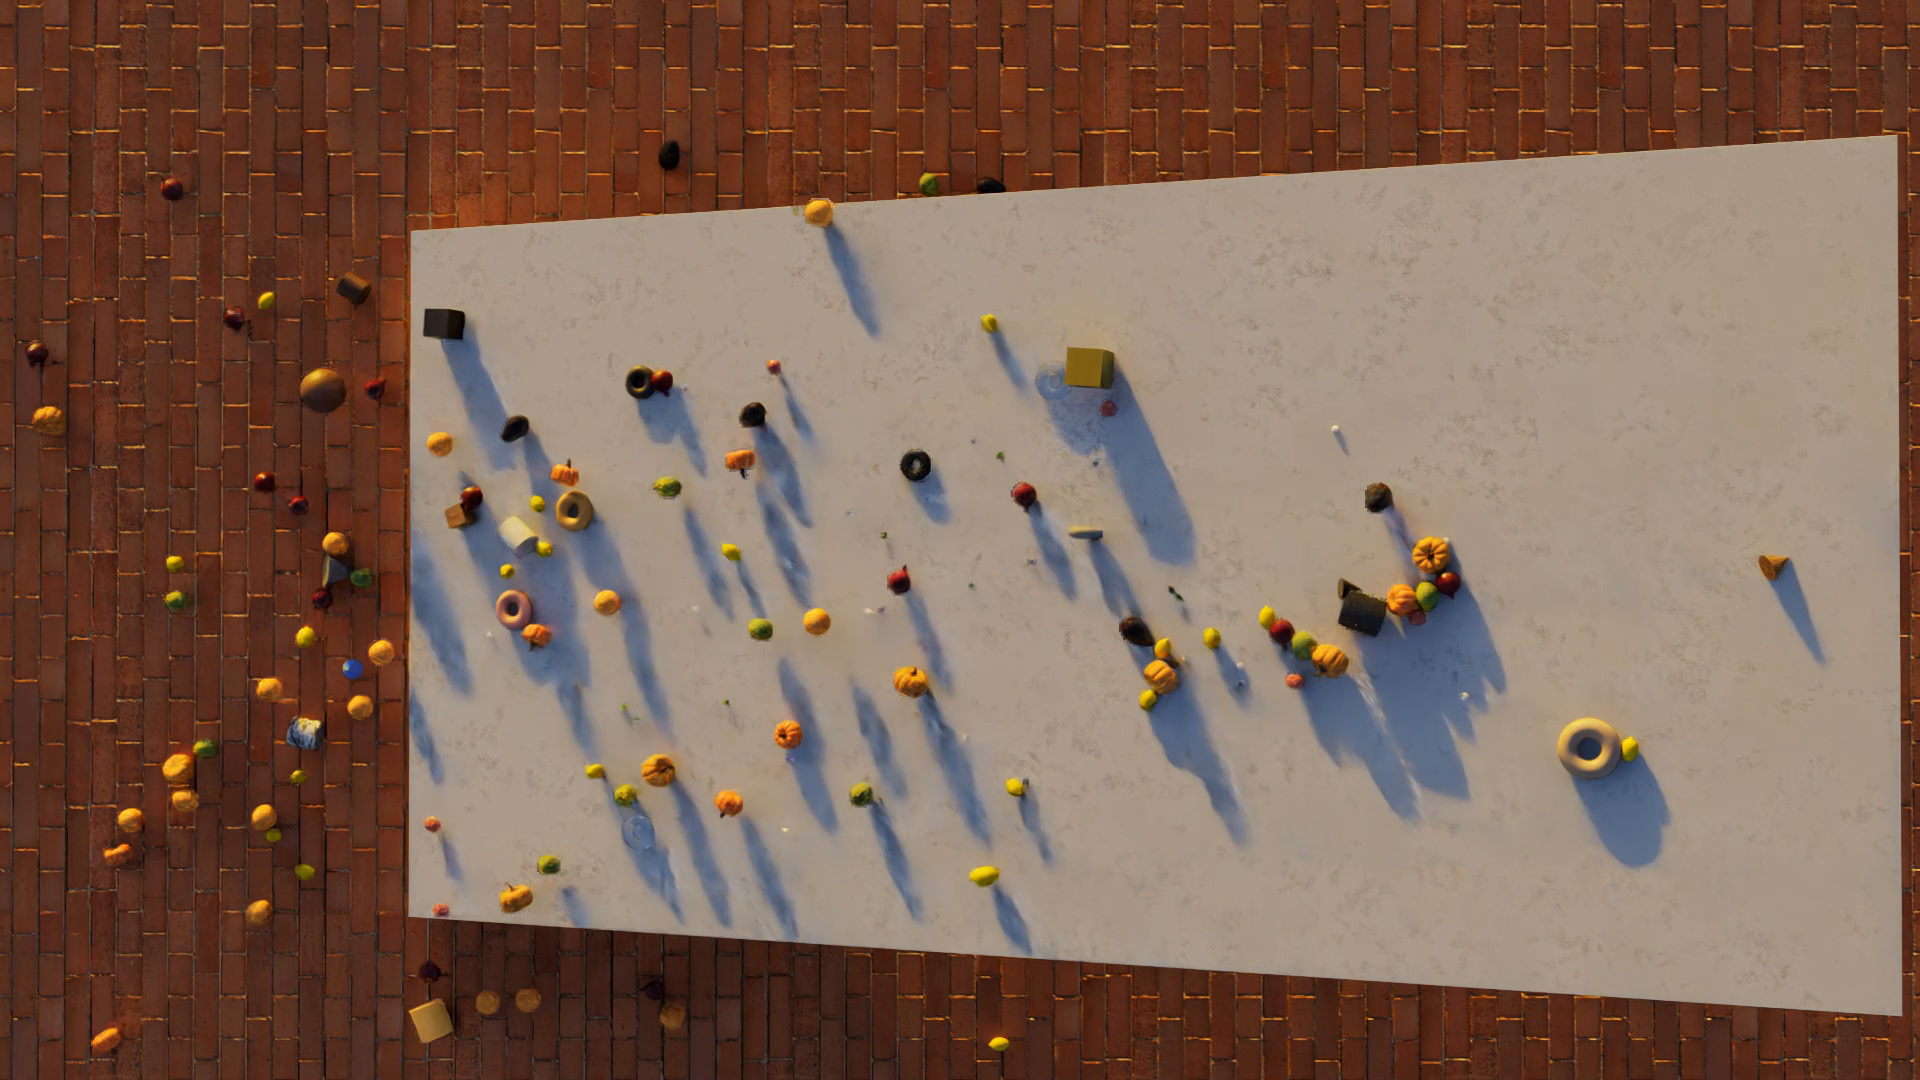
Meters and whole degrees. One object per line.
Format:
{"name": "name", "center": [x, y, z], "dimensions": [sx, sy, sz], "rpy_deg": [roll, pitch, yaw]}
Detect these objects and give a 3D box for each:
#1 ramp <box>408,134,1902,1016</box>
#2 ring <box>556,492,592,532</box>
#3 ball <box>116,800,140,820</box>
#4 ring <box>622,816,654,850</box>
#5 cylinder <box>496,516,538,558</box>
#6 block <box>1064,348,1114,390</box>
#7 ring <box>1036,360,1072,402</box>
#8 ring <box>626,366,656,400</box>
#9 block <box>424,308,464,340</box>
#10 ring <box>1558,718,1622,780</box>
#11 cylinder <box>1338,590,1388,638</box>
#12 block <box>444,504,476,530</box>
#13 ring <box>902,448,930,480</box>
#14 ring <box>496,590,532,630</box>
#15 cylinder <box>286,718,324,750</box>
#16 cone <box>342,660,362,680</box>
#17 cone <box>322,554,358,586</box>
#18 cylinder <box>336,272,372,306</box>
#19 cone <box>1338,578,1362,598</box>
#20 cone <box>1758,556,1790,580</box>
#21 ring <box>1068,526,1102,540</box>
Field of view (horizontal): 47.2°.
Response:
{"name": "ramp", "center": [0.282, 0.088, 5.749], "dimensions": [4.000, 0.100, 2.000], "rpy_deg": [0, 89, 21]}
{"name": "ring", "center": [-1.087, -0.080, 6.199], "dimensions": [0.116, 0.039, 0.116], "rpy_deg": [-1, 88, 22]}
{"name": "ball", "center": [-2.451, 0.794, 6.477], "dimensions": [0.061, 0.061, 0.061], "rpy_deg": [0, 89, 0]}
{"name": "ring", "center": [-0.894, 0.814, 6.117], "dimensions": [0.097, 0.032, 0.097], "rpy_deg": [0, 90, 20]}
{"name": "cylinder", "center": [-1.257, -0.010, 6.238], "dimensions": [0.085, 0.085, 0.085], "rpy_deg": [-45, 74, -1]}
{"name": "block", "center": [0.332, -0.439, 5.632], "dimensions": [0.096, 0.096, 0.096], "rpy_deg": [5, 91, 21]}
{"name": "ring", "center": [0.245, -0.412, 5.697], "dimensions": [0.106, 0.035, 0.106], "rpy_deg": [1, 93, 23]}
{"name": "ring", "center": [-0.890, -0.439, 6.133], "dimensions": [0.094, 0.031, 0.094], "rpy_deg": [0, 90, 20]}
{"name": "block", "center": [-1.487, -0.622, 6.336], "dimensions": [0.081, 0.081, 0.081], "rpy_deg": [3, 90, 21]}
{"name": "ring", "center": [1.490, 0.494, 5.204], "dimensions": [0.148, 0.049, 0.148], "rpy_deg": [0, 90, 20]}
{"name": "cylinder", "center": [0.985, 0.180, 5.377], "dimensions": [0.091, 0.091, 0.091], "rpy_deg": [19, 89, 20]}
{"name": "block", "center": [-1.436, -0.068, 6.322], "dimensions": [0.058, 0.058, 0.058], "rpy_deg": [-22, 82, 19]}
{"name": "ring", "center": [-0.117, -0.199, 5.836], "dimensions": [0.086, 0.029, 0.086], "rpy_deg": [0, 89, 22]}
{"name": "ring", "center": [-1.269, 0.198, 6.265], "dimensions": [0.116, 0.039, 0.116], "rpy_deg": [0, 90, 20]}
{"name": "cylinder", "center": [-1.922, 0.568, 6.460], "dimensions": [0.083, 0.083, 0.083], "rpy_deg": [10, 89, 0]}
{"name": "cone", "center": [-1.797, 0.382, 6.475], "dimensions": [0.060, 0.060, 0.060], "rpy_deg": [0, 89, 0]}
{"name": "cone", "center": [-1.821, 0.095, 6.486], "dimensions": [0.099, 0.099, 0.099], "rpy_deg": [8, 89, -26]}
{"name": "cylinder", "center": [-1.787, -0.740, 6.483], "dimensions": [0.071, 0.071, 0.071], "rpy_deg": [31, 89, -1]}
{"name": "cone", "center": [0.964, 0.120, 5.422], "dimensions": [0.053, 0.053, 0.053], "rpy_deg": [2, 89, -6]}
{"name": "cone", "center": [1.887, 0.051, 5.069], "dimensions": [0.062, 0.062, 0.062], "rpy_deg": [-25, 89, -8]}
{"name": "ring", "center": [0.321, -0.019, 5.630], "dimensions": [0.092, 0.092, 0.031], "rpy_deg": [4, 92, 0]}
